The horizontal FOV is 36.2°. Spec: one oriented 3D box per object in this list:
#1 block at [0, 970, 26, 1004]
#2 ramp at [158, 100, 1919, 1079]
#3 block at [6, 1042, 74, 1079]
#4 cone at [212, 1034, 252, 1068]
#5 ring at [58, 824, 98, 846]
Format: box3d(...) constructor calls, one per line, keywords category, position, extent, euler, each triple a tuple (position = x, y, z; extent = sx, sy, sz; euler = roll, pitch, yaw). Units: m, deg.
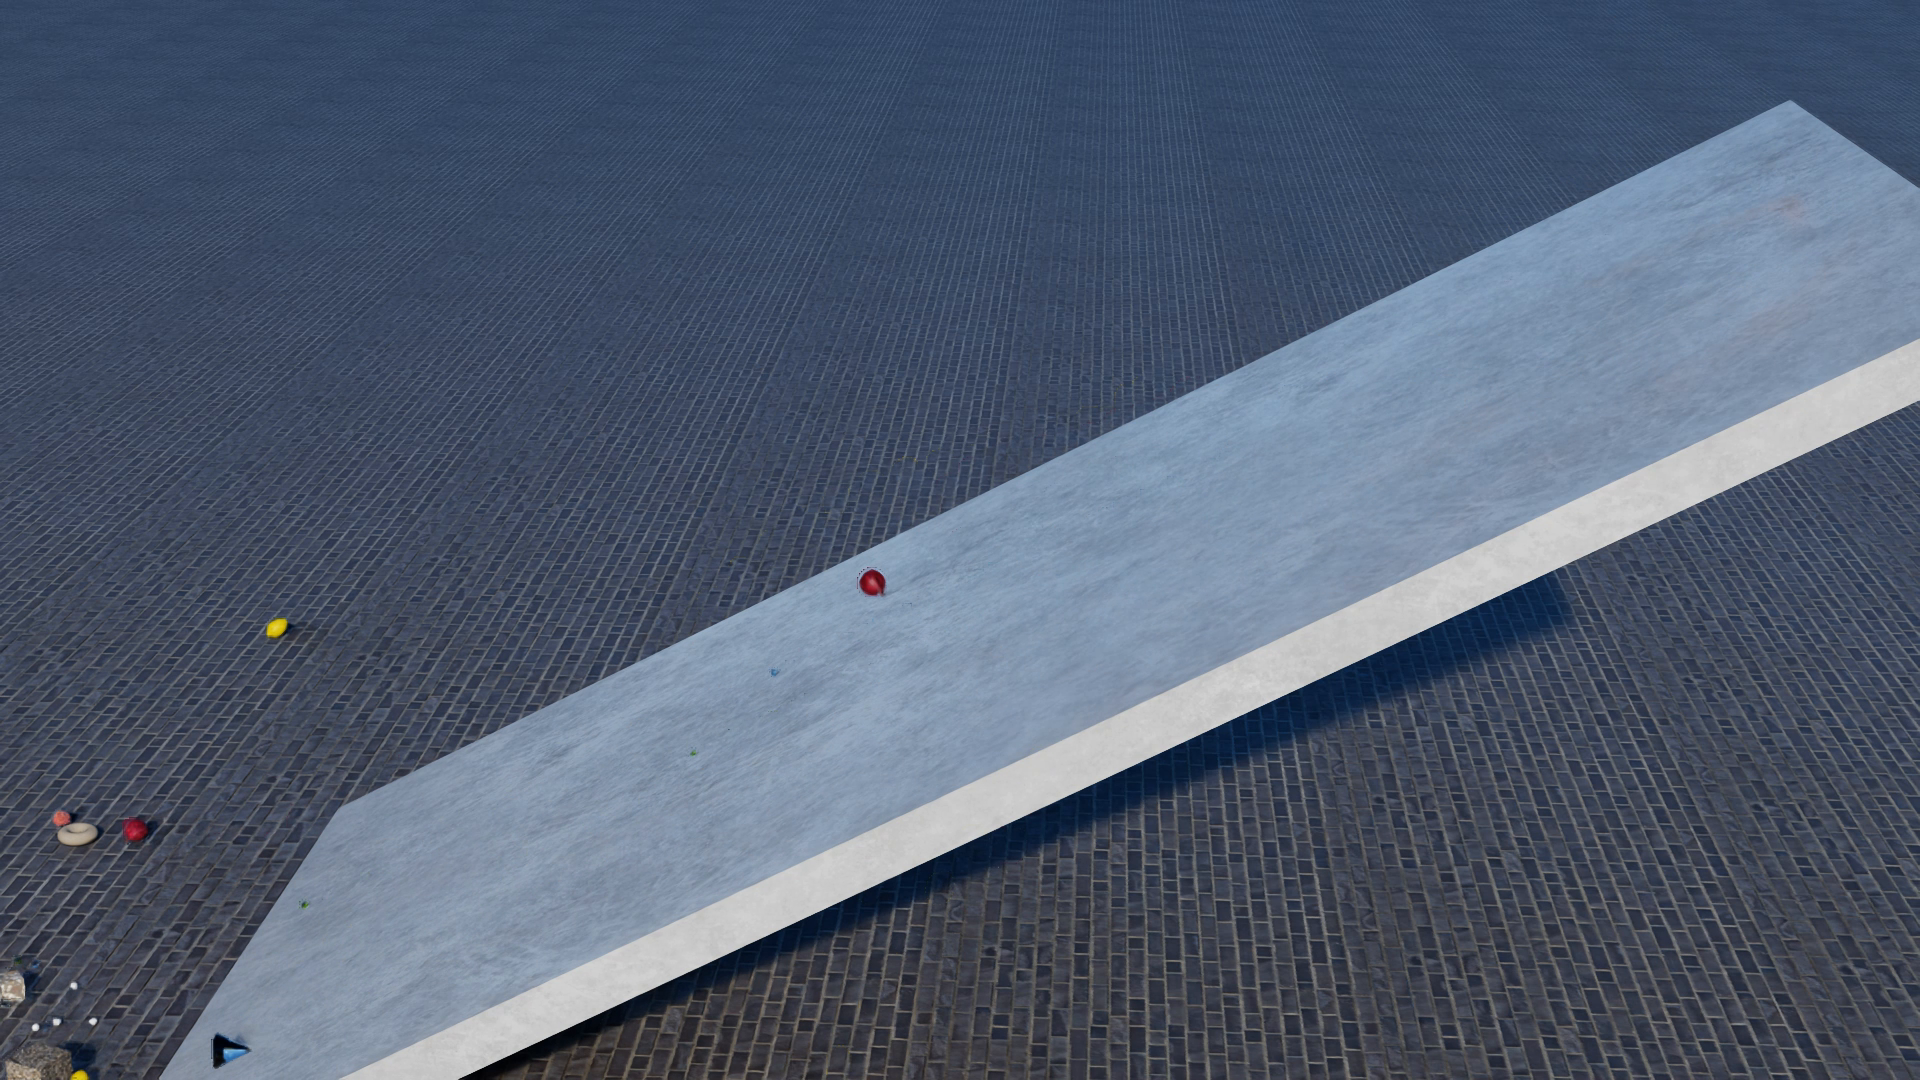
box3d(category="block", position=(-2.170, 1.022, 6.717), extent=(0.053, 0.053, 0.053), euler=(-12, 21, -33))
box3d(category="ramp", position=(0.140, 0.167, 6.281), extent=(4.000, 0.100, 2.000), euler=(-26, 14, 10))
box3d(category="block", position=(-1.957, 1.140, 6.261), extent=(0.094, 0.094, 0.094), euler=(8, 19, 24))
box3d(category="cone", position=(-1.483, 1.044, 6.013), extent=(0.072, 0.072, 0.072), euler=(-1, 17, 0))
box3d(category="ring", position=(-2.279, 0.761, 7.601), extent=(0.104, 0.035, 0.104), euler=(1, 17, 0))
